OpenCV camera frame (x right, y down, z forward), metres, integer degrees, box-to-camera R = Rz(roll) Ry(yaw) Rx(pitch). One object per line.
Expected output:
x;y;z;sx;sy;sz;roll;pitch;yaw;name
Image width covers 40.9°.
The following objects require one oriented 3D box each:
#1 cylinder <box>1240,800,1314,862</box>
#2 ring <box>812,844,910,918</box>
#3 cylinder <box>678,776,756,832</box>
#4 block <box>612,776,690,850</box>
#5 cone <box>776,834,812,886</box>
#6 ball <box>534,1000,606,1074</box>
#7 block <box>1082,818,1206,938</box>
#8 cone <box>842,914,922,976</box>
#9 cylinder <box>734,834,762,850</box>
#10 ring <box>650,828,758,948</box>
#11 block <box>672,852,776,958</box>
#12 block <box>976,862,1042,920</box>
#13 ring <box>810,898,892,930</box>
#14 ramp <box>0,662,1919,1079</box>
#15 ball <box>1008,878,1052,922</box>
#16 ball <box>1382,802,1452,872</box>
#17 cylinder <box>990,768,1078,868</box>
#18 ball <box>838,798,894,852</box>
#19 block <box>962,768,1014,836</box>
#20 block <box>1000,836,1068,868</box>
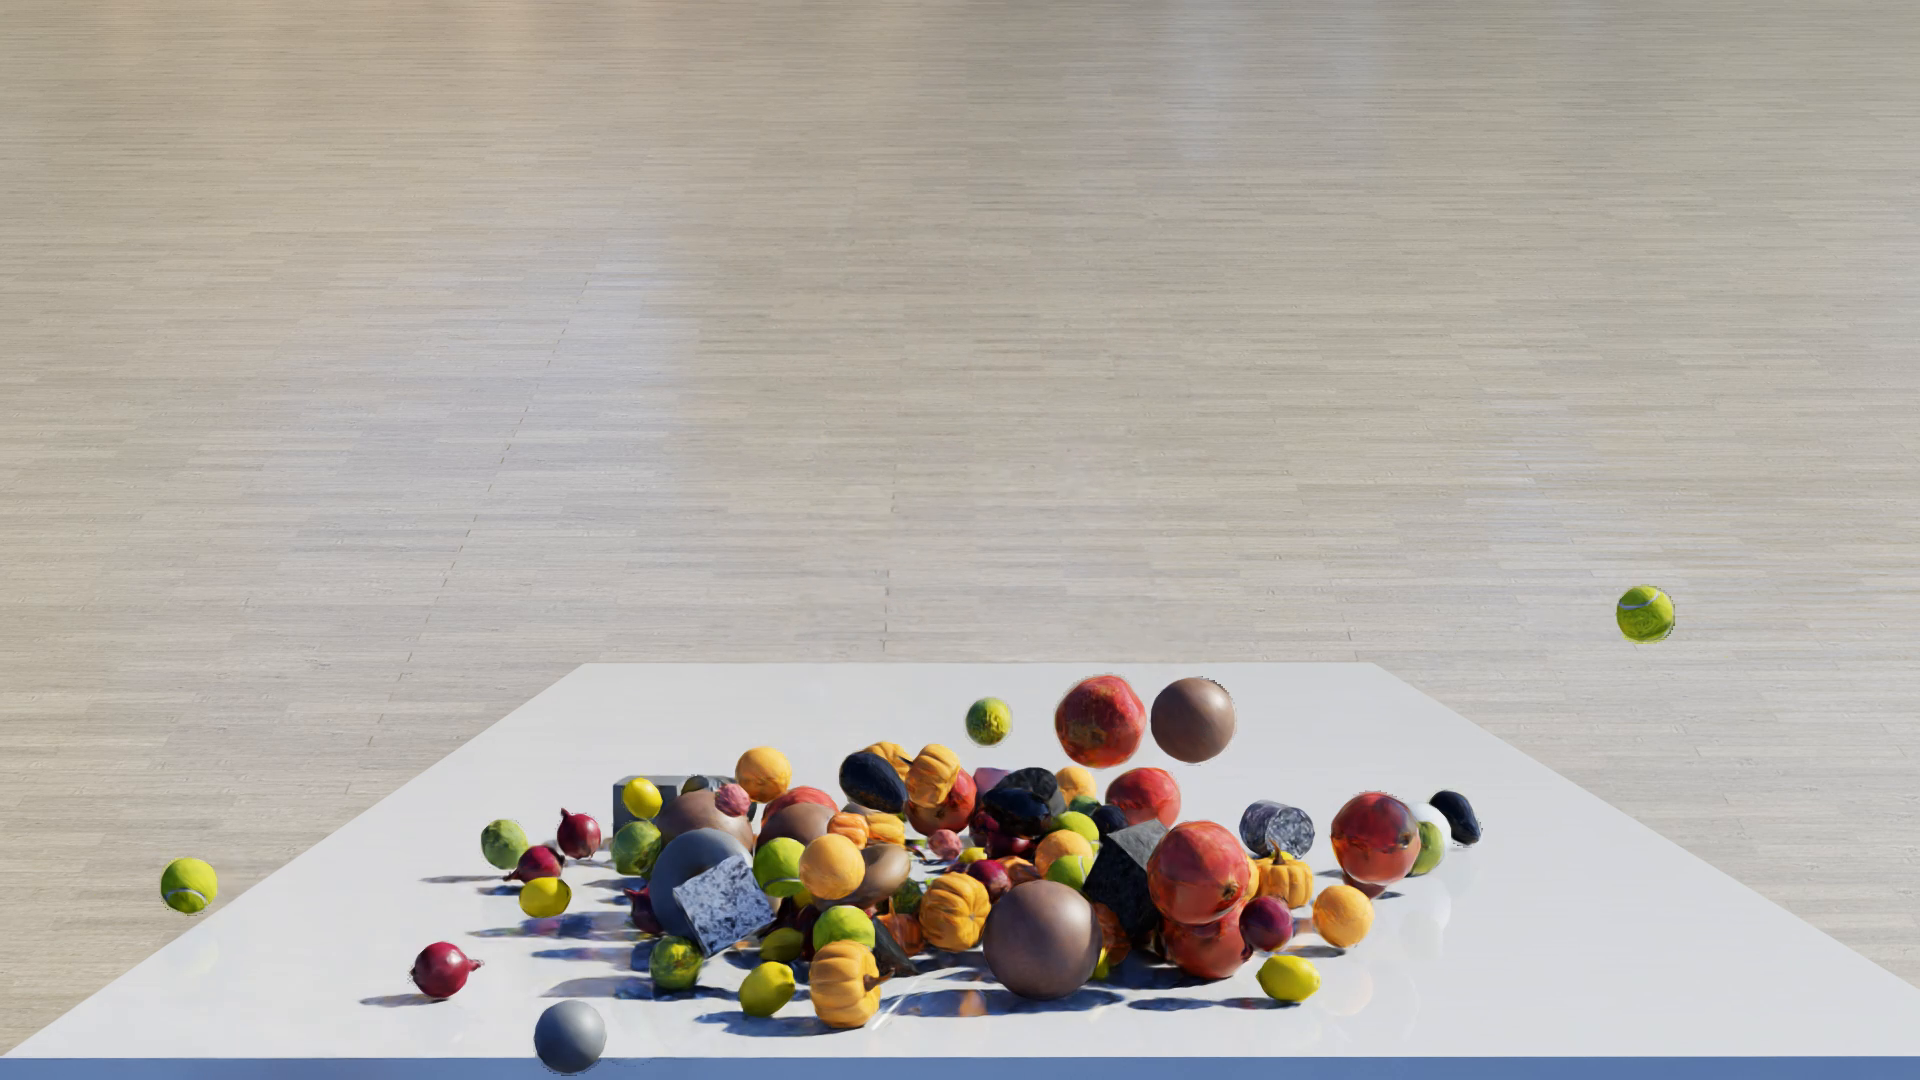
0.451;0.414;3.662;0.078;0.078;0.078;-9;6;-21;cylinder
-0.116;0.397;3.002;0.125;0.042;0.125;-26;12;6;ring
-0.344;0.374;3.650;0.078;0.078;0.078;9;10;-46;cylinder
-0.454;0.401;3.789;0.094;0.094;0.094;0;3;6;block
-0.233;0.430;3.486;0.065;0.065;0.065;0;3;0;cone
-0.380;0.484;2.508;0.070;0.070;0.070;0;22;0;ball
0.210;0.386;2.941;0.085;0.085;0.085;-12;44;-44;block
-0.079;0.473;2.897;0.080;0.080;0.080;27;23;-2;cone
-0.305;0.432;3.510;0.058;0.058;0.058;-1;21;-22;cylinder
-0.301;0.409;3.024;0.141;0.141;0.047;10;-5;24;ring
-0.262;0.406;2.856;0.083;0.083;0.083;-28;-7;-12;block
0.062;0.444;3.259;0.059;0.059;0.059;-2;4;-41;block
-0.135;0.460;3.189;0.104;0.035;0.104;0;4;0;ring
0.051;0.461;4.533;2.000;0.100;4.000;0;3;0;ramp
0.088;0.449;3.207;0.054;0.054;0.054;0;22;0;ball
0.630;0.410;3.552;0.096;0.096;0.096;0;22;0;ball
0.094;0.355;3.288;0.090;0.090;0.090;-16;33;10;cylinder
-0.137;0.411;3.706;0.081;0.081;0.081;0;22;0;ball
0.069;0.390;3.804;0.083;0.083;0.083;24;-15;-32;block
0.105;0.412;3.572;0.073;0.073;0.073;1;-13;22;block
